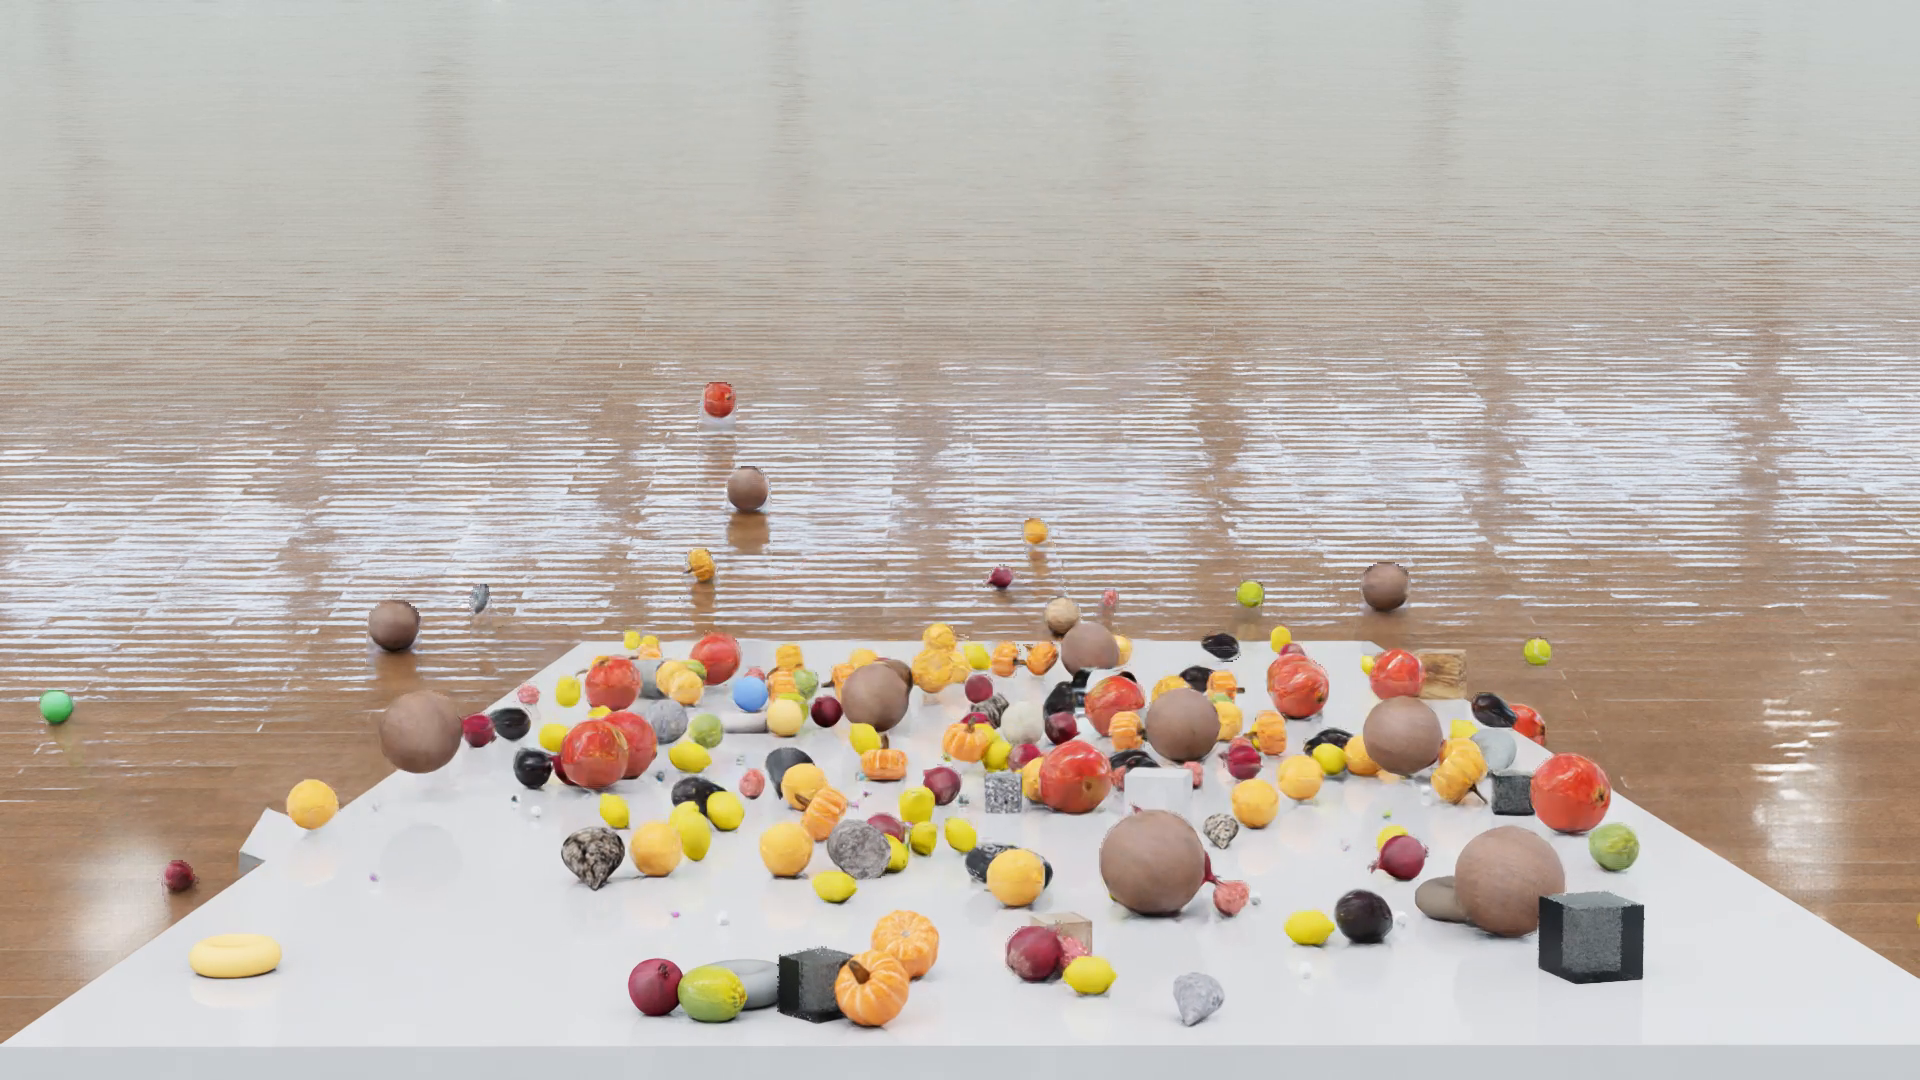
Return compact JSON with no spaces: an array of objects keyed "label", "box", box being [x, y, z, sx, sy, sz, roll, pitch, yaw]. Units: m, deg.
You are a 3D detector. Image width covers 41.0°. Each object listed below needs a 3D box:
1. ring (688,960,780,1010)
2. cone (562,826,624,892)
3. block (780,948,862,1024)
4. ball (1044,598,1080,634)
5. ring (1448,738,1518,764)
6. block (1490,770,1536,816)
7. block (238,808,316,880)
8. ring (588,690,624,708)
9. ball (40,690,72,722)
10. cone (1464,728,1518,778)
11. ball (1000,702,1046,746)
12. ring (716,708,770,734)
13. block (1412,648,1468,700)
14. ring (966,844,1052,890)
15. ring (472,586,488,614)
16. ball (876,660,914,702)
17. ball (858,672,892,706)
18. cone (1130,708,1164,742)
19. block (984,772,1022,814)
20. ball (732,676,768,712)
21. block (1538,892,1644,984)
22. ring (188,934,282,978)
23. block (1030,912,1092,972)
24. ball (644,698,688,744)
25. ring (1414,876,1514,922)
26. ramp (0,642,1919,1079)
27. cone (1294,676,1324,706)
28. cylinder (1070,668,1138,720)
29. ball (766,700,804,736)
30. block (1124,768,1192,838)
[{"label":"ring","box":[-0.233,0.470,2.717,0.109,0.036,0.109,-2,3,0]},{"label":"cone","box":[-0.476,0.431,3.342,0.083,0.083,0.083,-3,31,-8]},{"label":"block","box":[-0.145,0.461,2.661,0.060,0.060,0.060,-3,5,-44]},{"label":"ball","box":[0.271,0.201,6.819,0.094,0.094,0.094,0,20,0]},{"label":"ring","box":[0.900,0.365,4.425,0.117,0.039,0.117,1,3,0]},{"label":"block","box":[0.843,0.385,3.912,0.060,0.060,0.060,1,3,6]},{"label":"block","box":[-1.055,0.490,3.981,0.090,0.090,0.090,20,46,2]},{"label":"ring","box":[-0.714,0.320,5.183,0.075,0.025,0.075,-9,-9,-1]},{"label":"ball","box":[-2.211,0.408,6.284,0.077,0.077,0.077,0,20,0]},{"label":"cone","box":[0.885,0.374,4.265,0.087,0.087,0.087,2,30,6]},{"label":"ball","box":[0.113,0.332,4.623,0.081,0.081,0.081,0,20,0]},{"label":"ring","box":[-0.405,0.341,4.844,0.112,0.037,0.112,0,5,0]},{"label":"block","box":[1.001,0.280,5.360,0.095,0.095,0.095,1,4,23]},{"label":"ring","box":[0.064,0.425,3.337,0.116,0.039,0.116,10,6,-1]},{"label":"ring","box":[-1.279,0.158,6.836,0.025,0.075,0.075,12,12,-30]},{"label":"ball","box":[-0.136,0.289,5.296,0.086,0.086,0.086,0,20,0]},{"label":"ball","box":[-0.173,0.303,5.228,0.067,0.067,0.067,0,20,0]},{"label":"cone","box":[0.328,0.353,4.693,0.067,0.067,0.067,14,43,34]},{"label":"block","box":[0.067,0.387,3.932,0.054,0.054,0.054,0,3,4]},{"label":"ball","box":[-0.395,0.290,4.839,0.066,0.066,0.066,0,20,0]},{"label":"block","box":[0.697,0.439,2.838,0.082,0.082,0.082,-1,4,-17]},{"label":"ring","box":[-0.807,0.463,2.861,0.101,0.034,0.101,0,5,0]},{"label":"block","box":[0.113,0.451,2.881,0.054,0.054,0.054,-1,4,-20]},{"label":"ball","box":[-0.535,0.329,4.670,0.081,0.081,0.081,0,20,0]},{"label":"ring","box":[0.619,0.441,3.152,0.121,0.040,0.121,0,4,0]},{"label":"ramp","box":[0.047,0.428,4.533,2.000,0.100,4.000,0,3,0]},{"label":"cone","box":[0.711,0.321,5.247,0.061,0.061,0.061,4,31,10]},{"label":"cylinder","box":[0.281,0.300,5.016,0.096,0.096,0.096,3,18,37]},{"label":"ball","box":[-0.325,0.330,4.759,0.070,0.070,0.070,0,20,0]},{"label":"block","box":[0.290,0.382,3.748,0.086,0.086,0.086,1,4,14]}]
